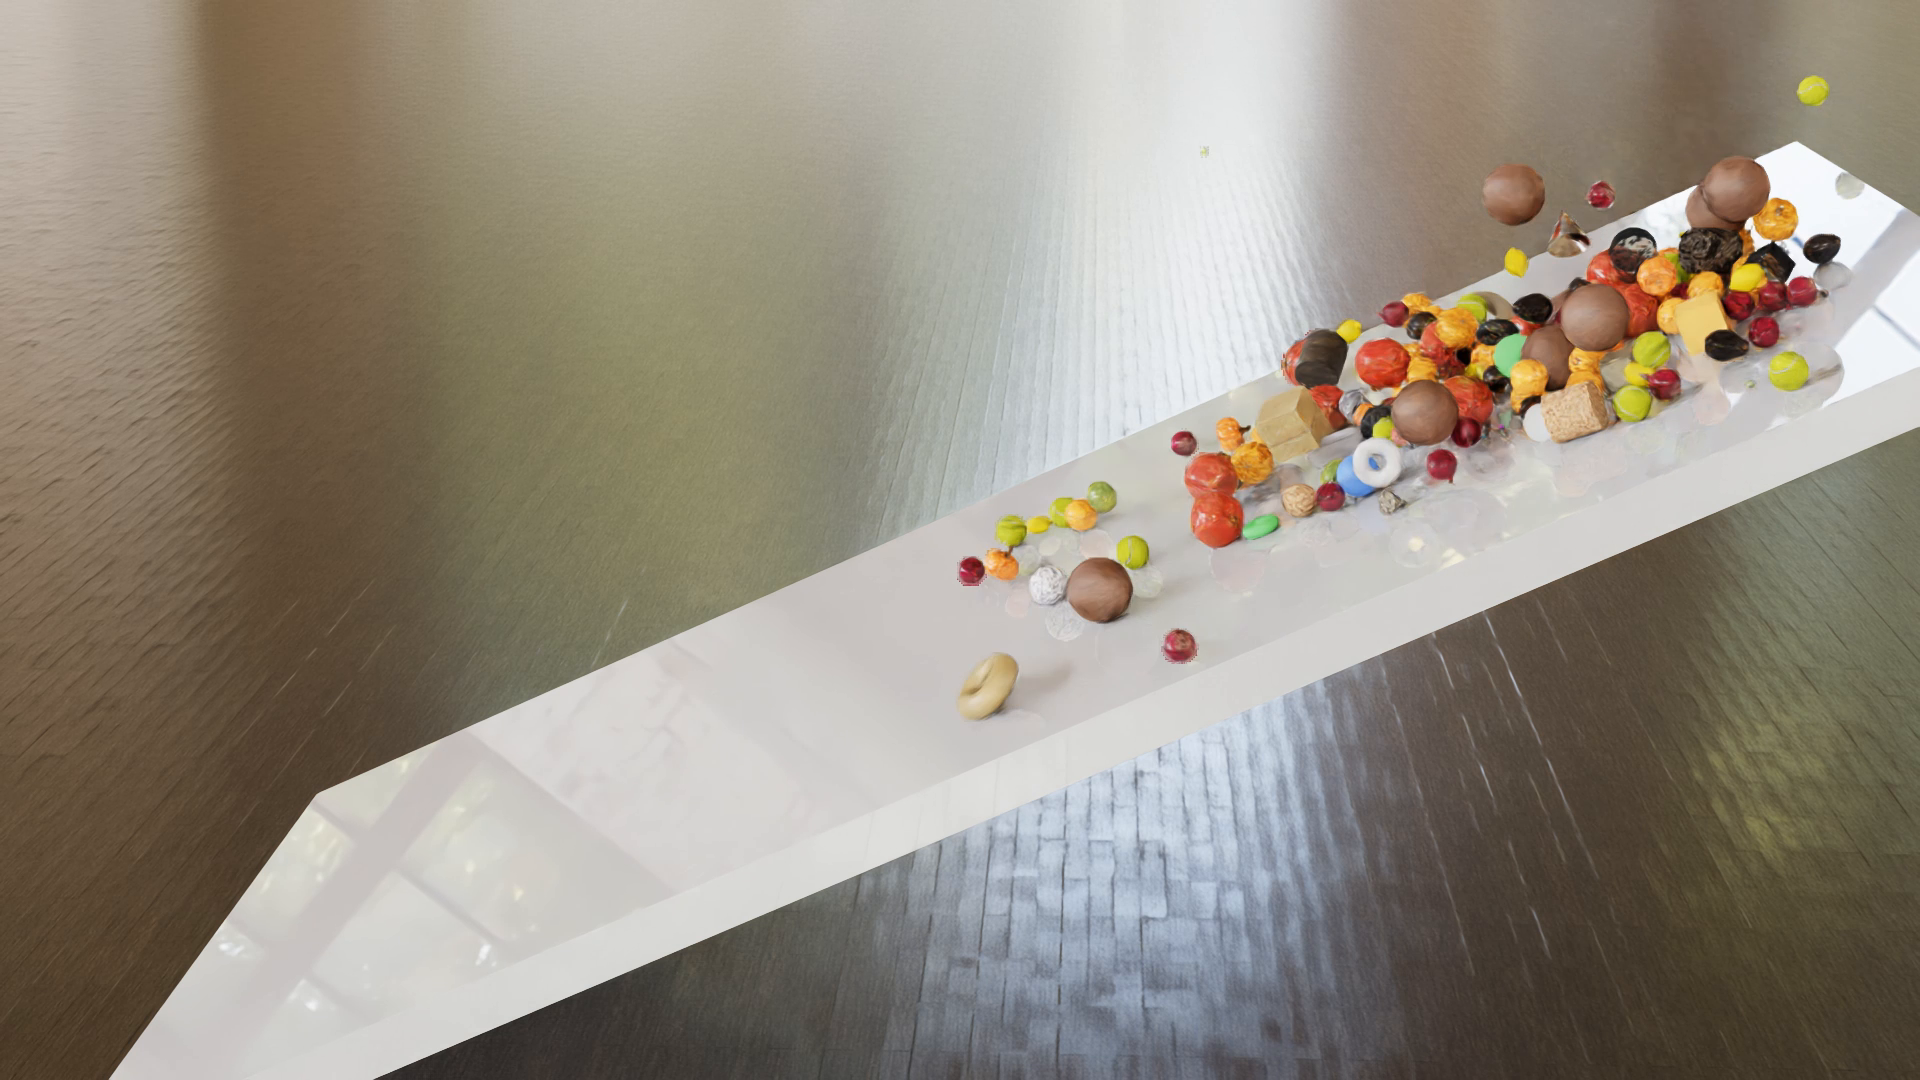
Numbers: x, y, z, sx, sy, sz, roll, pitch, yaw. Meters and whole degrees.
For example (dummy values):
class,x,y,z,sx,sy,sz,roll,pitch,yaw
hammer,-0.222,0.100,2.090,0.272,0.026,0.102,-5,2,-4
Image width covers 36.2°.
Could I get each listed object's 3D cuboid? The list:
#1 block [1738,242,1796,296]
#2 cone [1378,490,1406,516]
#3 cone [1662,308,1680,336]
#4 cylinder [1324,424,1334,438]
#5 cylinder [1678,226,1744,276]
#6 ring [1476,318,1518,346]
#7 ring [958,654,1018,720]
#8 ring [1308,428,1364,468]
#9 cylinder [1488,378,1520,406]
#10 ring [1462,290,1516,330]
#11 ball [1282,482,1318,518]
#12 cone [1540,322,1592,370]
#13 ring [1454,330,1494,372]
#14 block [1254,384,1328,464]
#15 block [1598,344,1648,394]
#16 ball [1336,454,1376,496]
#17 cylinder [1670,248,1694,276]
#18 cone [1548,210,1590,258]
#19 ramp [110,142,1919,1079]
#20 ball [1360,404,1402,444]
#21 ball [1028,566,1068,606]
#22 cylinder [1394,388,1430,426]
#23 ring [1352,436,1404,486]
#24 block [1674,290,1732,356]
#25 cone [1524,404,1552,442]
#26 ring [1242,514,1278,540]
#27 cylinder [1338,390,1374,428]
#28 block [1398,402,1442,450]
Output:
class,x,y,z,sx,sy,sz,roll,pitch,yaw
block,1.602,-0.537,5.840,0.066,0.066,0.066,-53,12,-32
cone,0.836,-0.072,5.630,0.050,0.050,0.050,-2,15,-31
cone,1.426,-0.426,5.893,0.055,0.055,0.055,29,31,-19
cylinder,0.766,-0.223,6.265,0.052,0.052,0.052,-40,25,-7
cylinder,1.522,-0.585,5.963,0.092,0.092,0.092,2,13,-28
ring,1.101,-0.425,6.027,0.087,0.029,0.087,1,-25,1
ring,0.052,0.279,5.587,0.049,0.148,0.148,39,6,-17
ring,0.791,-0.192,6.125,0.143,0.048,0.143,-22,11,5
cylinder,1.096,-0.297,5.919,0.057,0.057,0.057,0,2,1
ring,1.160,-0.493,6.456,0.130,0.043,0.130,10,52,-13
ball,0.677,-0.079,5.853,0.069,0.069,0.069,0,16,0
cone,1.213,-0.374,5.959,0.096,0.096,0.096,-38,24,-7
ring,1.096,-0.404,6.277,0.092,0.092,0.031,-6,21,-21
block,0.680,-0.239,6.037,0.099,0.099,0.099,-23,25,31
block,1.283,-0.329,5.692,0.065,0.065,0.065,-18,13,29
ball,0.786,-0.128,5.802,0.085,0.085,0.085,0,16,0
cylinder,1.539,-0.597,6.232,0.054,0.054,0.054,0,-26,-2
cone,1.250,-0.645,6.070,0.089,0.089,0.089,-2,-29,-1
ramp,0.135,0.169,6.282,4.000,0.100,2.000,-24,13,9
ball,0.869,-0.234,6.050,0.090,0.090,0.090,0,16,0
ball,0.183,0.095,6.073,0.083,0.083,0.083,0,16,0
cylinder,0.894,-0.264,5.828,0.052,0.052,0.052,-35,19,14
ring,0.802,-0.150,5.646,0.097,0.097,0.032,2,7,7
block,1.443,-0.421,5.709,0.085,0.085,0.085,-21,14,20
cone,1.131,-0.224,5.641,0.074,0.074,0.074,11,5,35
ring,0.602,-0.026,5.887,0.077,0.026,0.077,-24,12,6
cylinder,0.842,-0.278,6.235,0.061,0.061,0.061,-5,30,-18
block,0.935,-0.232,5.976,0.064,0.064,0.064,-21,14,20
